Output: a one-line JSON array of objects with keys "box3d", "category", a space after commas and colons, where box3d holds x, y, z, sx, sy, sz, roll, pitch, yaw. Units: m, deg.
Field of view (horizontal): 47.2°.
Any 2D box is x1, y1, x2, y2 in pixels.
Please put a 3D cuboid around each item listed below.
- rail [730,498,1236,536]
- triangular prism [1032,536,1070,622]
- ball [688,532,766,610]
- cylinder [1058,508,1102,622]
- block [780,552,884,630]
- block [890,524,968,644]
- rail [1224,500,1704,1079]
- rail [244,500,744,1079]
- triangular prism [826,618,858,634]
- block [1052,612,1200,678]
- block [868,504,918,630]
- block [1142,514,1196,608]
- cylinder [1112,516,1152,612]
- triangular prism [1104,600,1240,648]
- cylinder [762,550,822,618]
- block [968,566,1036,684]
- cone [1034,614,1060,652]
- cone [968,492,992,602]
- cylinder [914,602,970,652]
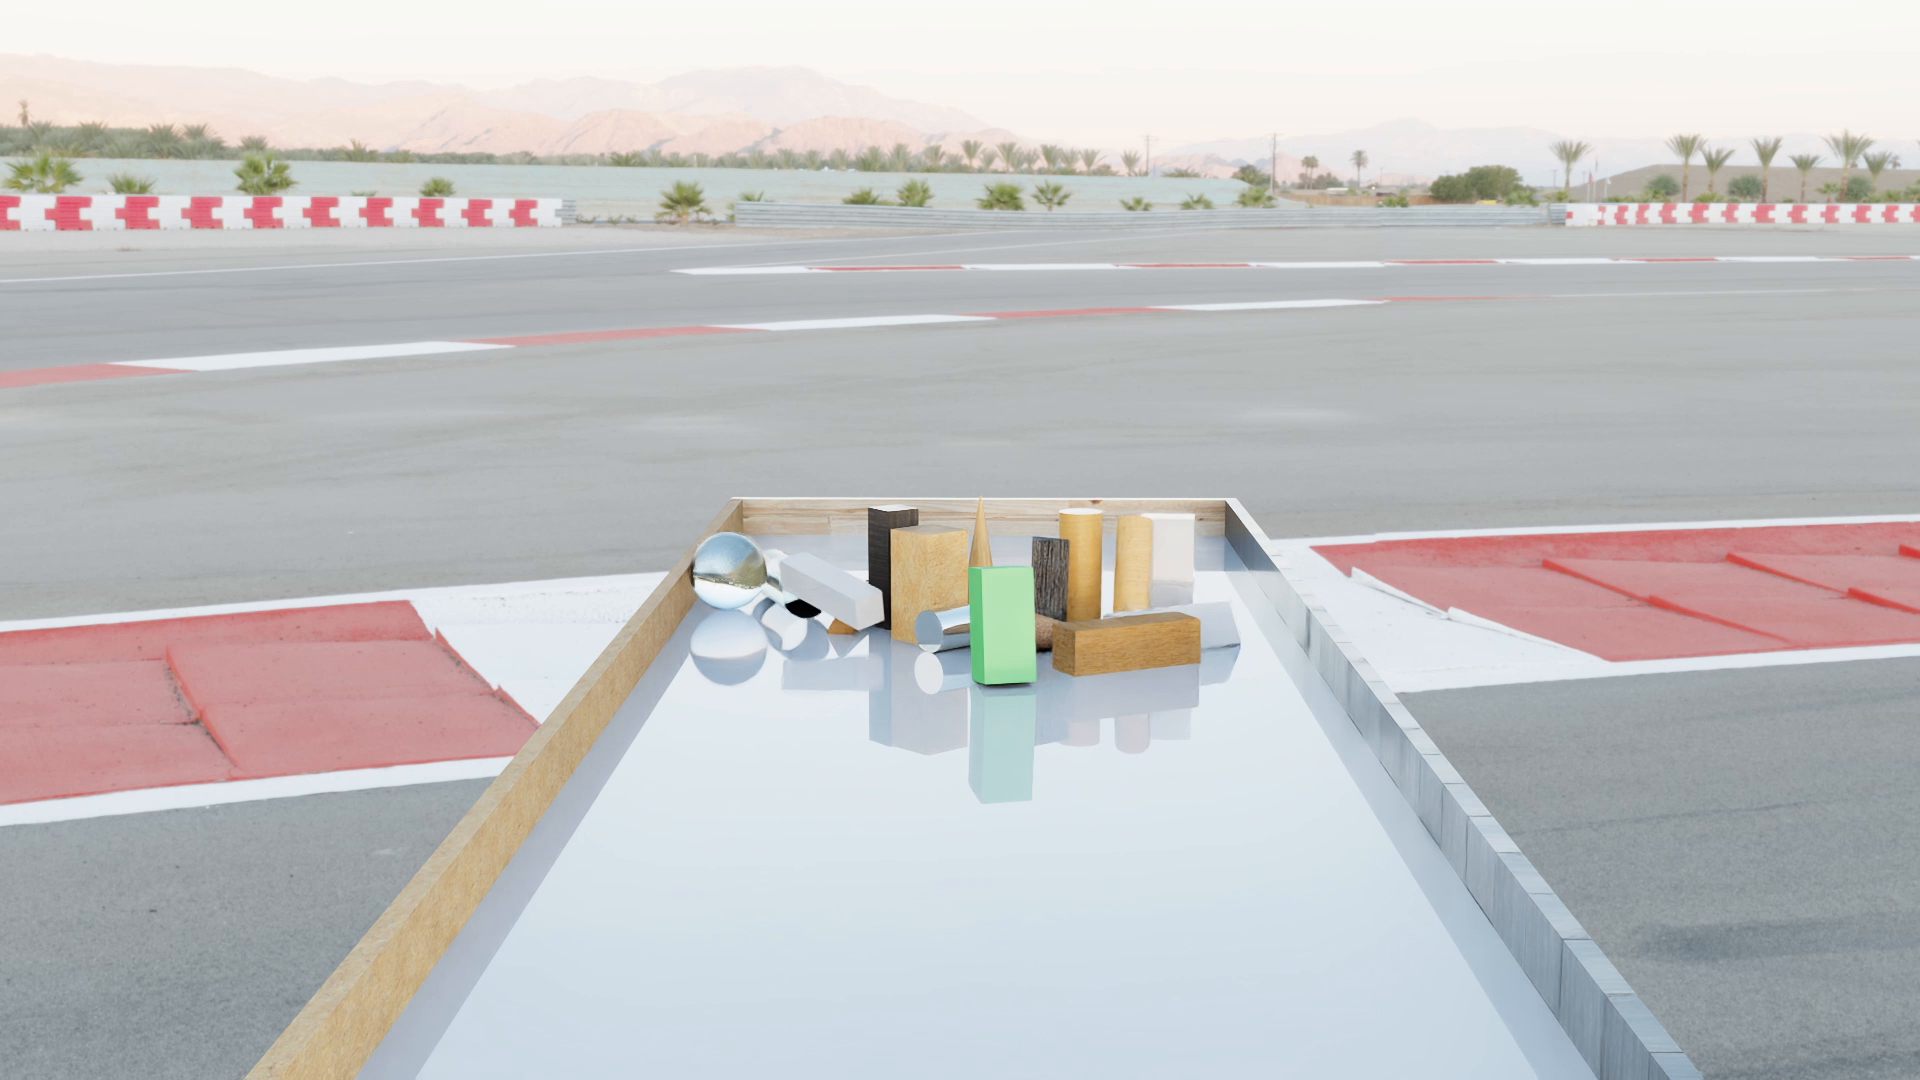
[{"box3d": [0.099, -0.098, 9.147, 2.100, 0.150, 0.050, 0, 9, 1], "category": "rail"}, {"box3d": [0.256, 0.155, 6.984, 0.133, 0.324, 0.116, -1, 6, -28], "category": "triangular prism"}, {"box3d": [-0.791, 0.106, 7.495, 0.264, 0.264, 0.264, 0, 9, 0], "category": "ball"}, {"box3d": [0.393, 0.097, 7.172, 0.141, 0.384, 0.141, 0, 9, 0], "category": "cylinder"}, {"box3d": [-0.416, 0.161, 7.091, 0.103, 0.103, 0.429, -21, 29, -33], "category": "block"}, {"box3d": [-0.097, 0.141, 6.994, 0.173, 0.353, 0.173, -8, 12, -42], "category": "block"}, {"box3d": [1.046, 0.843, 3.208, 0.050, 0.150, 12.000, 0, 9, 1], "category": "rail"}, {"box3d": [-1.004, 0.839, 3.234, 0.050, 0.150, 12.000, 0, 9, 1], "category": "rail"}, {"box3d": [-0.350, 0.230, 7.283, 0.094, 0.081, 0.411, 2, 9, 9], "category": "triangular prism"}, {"box3d": [0.502, 0.311, 6.611, 0.435, 0.137, 0.137, -5, 10, -27], "category": "block"}, {"box3d": [-0.218, 0.088, 7.208, 0.120, 0.391, 0.120, -6, 11, -35], "category": "block"}, {"box3d": [0.679, 0.100, 7.203, 0.172, 0.358, 0.172, 1, 6, 7], "category": "block"}, {"box3d": [0.549, 0.119, 7.013, 0.114, 0.377, 0.114, 4, -15, 1], "category": "cylinder"}, {"box3d": [0.647, 0.271, 6.861, 0.457, 0.127, 0.147, -5, 11, -28], "category": "triangular prism"}, {"box3d": [-0.585, 0.148, 7.546, 0.166, 0.166, 0.443, -3, 10, -19], "category": "cylinder"}, {"box3d": [0.122, 0.243, 6.371, 0.153, 0.329, 0.153, -2, 2, -14], "category": "block"}, {"box3d": [0.334, 0.298, 6.898, 0.405, 0.145, 0.145, 6, 4, -36], "category": "cone"}, {"box3d": [0.068, 0.060, 7.212, 0.147, 0.445, 0.147, 0, 9, 0], "category": "cone"}, {"box3d": [0.028, 0.264, 6.919, 0.343, 0.133, 0.133, -8, 12, -43], "category": "cylinder"}]
